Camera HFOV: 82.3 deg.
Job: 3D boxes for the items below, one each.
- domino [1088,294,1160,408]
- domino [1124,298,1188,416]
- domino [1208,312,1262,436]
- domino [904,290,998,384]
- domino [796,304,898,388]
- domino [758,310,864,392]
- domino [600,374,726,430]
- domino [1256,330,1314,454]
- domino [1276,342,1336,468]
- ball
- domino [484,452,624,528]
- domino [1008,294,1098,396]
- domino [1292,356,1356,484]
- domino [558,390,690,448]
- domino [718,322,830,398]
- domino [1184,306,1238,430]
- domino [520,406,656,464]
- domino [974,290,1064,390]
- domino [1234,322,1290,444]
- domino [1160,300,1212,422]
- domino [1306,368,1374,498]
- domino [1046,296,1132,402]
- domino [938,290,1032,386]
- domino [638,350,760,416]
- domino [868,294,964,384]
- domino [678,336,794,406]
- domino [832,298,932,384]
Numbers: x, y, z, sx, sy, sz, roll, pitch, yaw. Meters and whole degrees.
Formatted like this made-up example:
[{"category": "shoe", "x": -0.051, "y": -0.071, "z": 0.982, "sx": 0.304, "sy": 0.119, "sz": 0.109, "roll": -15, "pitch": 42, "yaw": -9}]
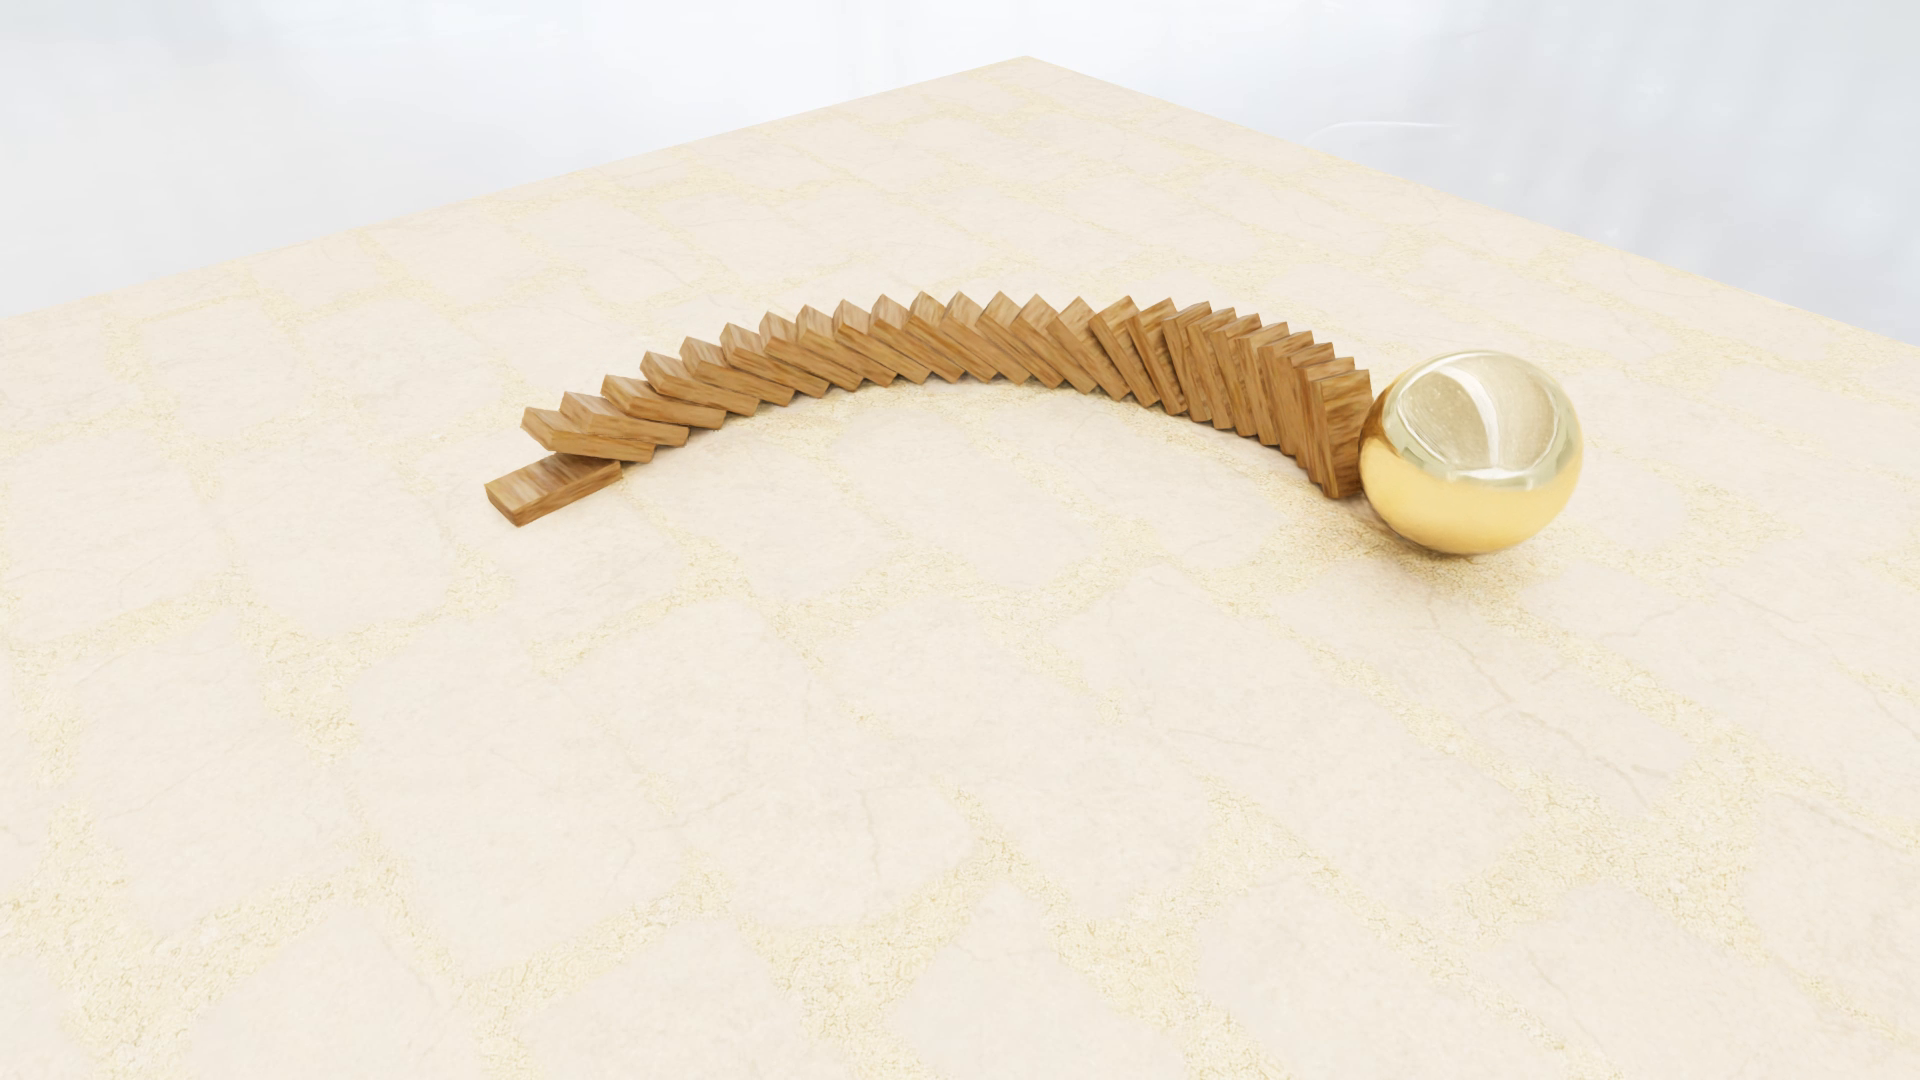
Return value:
[{"category": "domino", "x": 0.085, "y": -0.091, "z": 0.530, "sx": 0.025, "sy": 0.009, "sz": 0.050, "roll": -36, "pitch": 93, "yaw": -36}, {"category": "domino", "x": 0.100, "y": -0.087, "z": 0.522, "sx": 0.025, "sy": 0.050, "sz": 0.010, "roll": -32, "pitch": 9, "yaw": -33}, {"category": "domino", "x": 0.133, "y": -0.076, "z": 0.506, "sx": 0.025, "sy": 0.050, "sz": 0.010, "roll": -29, "pitch": 17, "yaw": -31}, {"category": "domino", "x": -0.003, "y": -0.101, "z": 0.545, "sx": 0.050, "sy": 0.009, "sz": 0.025, "roll": 32, "pitch": 36, "yaw": -17}, {"category": "domino", "x": -0.056, "y": -0.095, "z": 0.538, "sx": 0.050, "sy": 0.009, "sz": 0.025, "roll": 24, "pitch": 30, "yaw": -28}, {"category": "domino", "x": -0.072, "y": -0.091, "z": 0.534, "sx": 0.050, "sy": 0.009, "sz": 0.025, "roll": 22, "pitch": 29, "yaw": -31}, {"category": "domino", "x": -0.135, "y": -0.063, "z": 0.501, "sx": 0.025, "sy": 0.009, "sz": 0.050, "roll": 36, "pitch": 20, "yaw": 36}, {"category": "domino", "x": 0.151, "y": -0.066, "z": 0.494, "sx": 0.025, "sy": 0.050, "sz": 0.009, "roll": -23, "pitch": 14, "yaw": -26}, {"category": "domino", "x": 0.157, "y": -0.060, "z": 0.486, "sx": 0.025, "sy": 0.050, "sz": 0.010, "roll": -21, "pitch": 13, "yaw": -24}, {"category": "ball", "x": 0.197, "y": -0.034, "z": 0.429, "sx": 0.080, "sy": 0.080, "sz": 0.080, "roll": 0, "pitch": 39, "yaw": 0}, {"category": "domino", "x": -0.175, "y": -0.025, "z": 0.474, "sx": 0.050, "sy": 0.010, "sz": 0.025, "roll": -32, "pitch": 49, "yaw": -33}, {"category": "domino", "x": 0.049, "y": -0.096, "z": 0.539, "sx": 0.050, "sy": 0.010, "sz": 0.025, "roll": 40, "pitch": 43, "yaw": -8}, {"category": "domino", "x": 0.161, "y": -0.052, "z": 0.477, "sx": 0.025, "sy": 0.050, "sz": 0.009, "roll": -16, "pitch": 11, "yaw": -19}, {"category": "domino", "x": -0.148, "y": -0.053, "z": 0.488, "sx": 0.025, "sy": 0.010, "sz": 0.050, "roll": 33, "pitch": 17, "yaw": 34}, {"category": "domino", "x": -0.089, "y": -0.086, "z": 0.528, "sx": 0.050, "sy": 0.009, "sz": 0.025, "roll": 18, "pitch": 28, "yaw": -34}, {"category": "domino", "x": 0.123, "y": -0.080, "z": 0.510, "sx": 0.025, "sy": 0.050, "sz": 0.010, "roll": -30, "pitch": 17, "yaw": -31}, {"category": "domino", "x": -0.161, "y": -0.045, "z": 0.478, "sx": 0.025, "sy": 0.010, "sz": 0.050, "roll": 33, "pitch": 17, "yaw": 34}, {"category": "domino", "x": 0.033, "y": -0.099, "z": 0.543, "sx": 0.050, "sy": 0.009, "sz": 0.025, "roll": 38, "pitch": 42, "yaw": -10}, {"category": "domino", "x": 0.143, "y": -0.071, "z": 0.500, "sx": 0.025, "sy": 0.050, "sz": 0.009, "roll": -26, "pitch": 15, "yaw": -28}, {"category": "domino", "x": 0.113, "y": -0.084, "z": 0.515, "sx": 0.025, "sy": 0.050, "sz": 0.010, "roll": -31, "pitch": 18, "yaw": -32}, {"category": "domino", "x": 0.165, "y": -0.045, "z": 0.469, "sx": 0.025, "sy": 0.050, "sz": 0.009, "roll": -16, "pitch": 11, "yaw": -19}, {"category": "domino", "x": 0.067, "y": -0.093, "z": 0.536, "sx": 0.050, "sy": 0.009, "sz": 0.025, "roll": 45, "pitch": 48, "yaw": -3}, {"category": "domino", "x": 0.014, "y": -0.100, "z": 0.544, "sx": 0.050, "sy": 0.009, "sz": 0.025, "roll": 34, "pitch": 38, "yaw": -15}, {"category": "domino", "x": -0.121, "y": -0.073, "z": 0.512, "sx": 0.050, "sy": 0.009, "sz": 0.025, "roll": 11, "pitch": 25, "yaw": -43}, {"category": "domino", "x": -0.021, "y": -0.099, "z": 0.543, "sx": 0.050, "sy": 0.010, "sz": 0.025, "roll": 29, "pitch": 34, "yaw": -21}, {"category": "domino", "x": -0.105, "y": -0.080, "z": 0.521, "sx": 0.050, "sy": 0.009, "sz": 0.025, "roll": 14, "pitch": 27, "yaw": -38}, {"category": "domino", "x": -0.038, "y": -0.098, "z": 0.541, "sx": 0.050, "sy": 0.009, "sz": 0.025, "roll": 26, "pitch": 32, "yaw": -25}]
